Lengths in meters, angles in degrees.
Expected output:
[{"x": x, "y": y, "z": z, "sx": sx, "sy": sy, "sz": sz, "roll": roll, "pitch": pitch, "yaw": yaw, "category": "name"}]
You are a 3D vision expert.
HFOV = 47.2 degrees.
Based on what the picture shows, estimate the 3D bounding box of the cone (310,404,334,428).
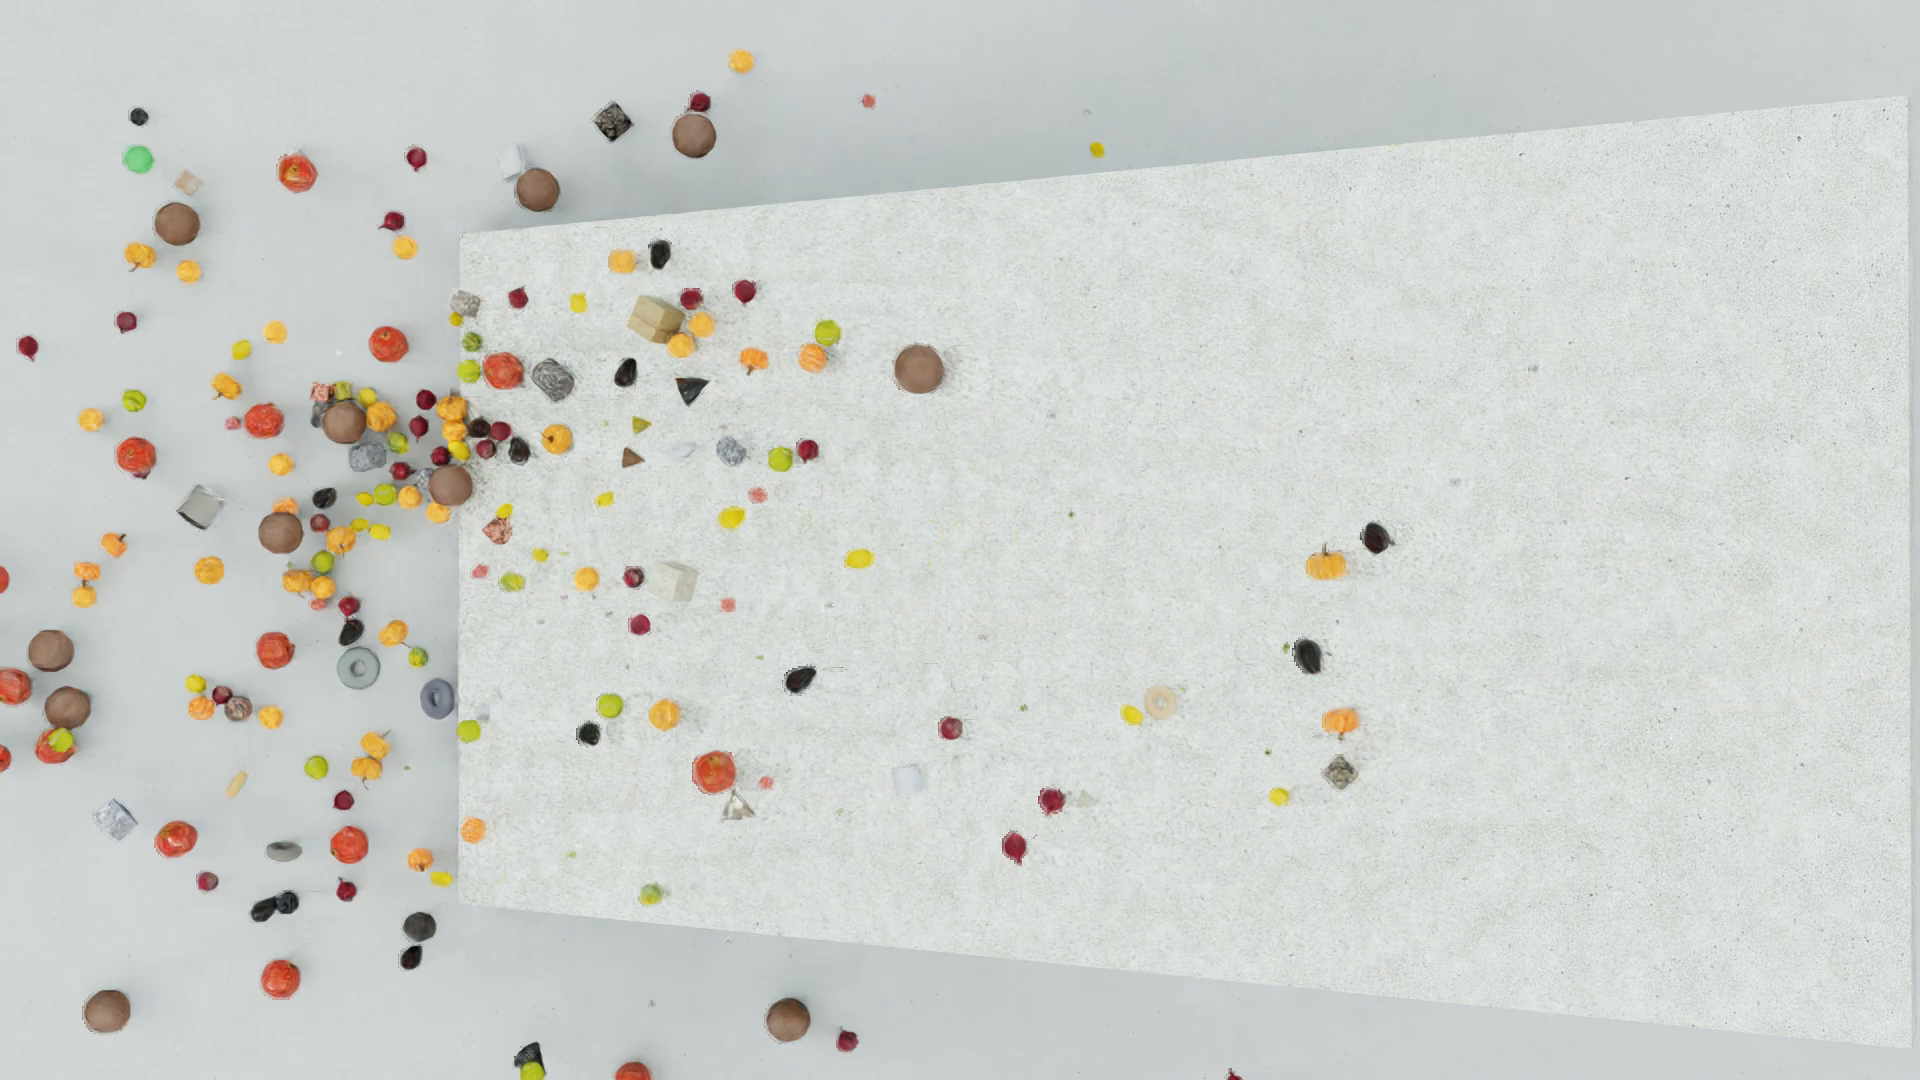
[{"x": -1.941, "y": -0.391, "z": 6.646, "sx": 0.073, "sy": 0.073, "sz": 0.073, "roll": -37, "pitch": 61, "yaw": 0, "category": "cone"}]

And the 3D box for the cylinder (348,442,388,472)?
[{"x": -1.779, "y": -0.250, "z": 6.605, "sx": 0.081, "sy": 0.081, "sz": 0.081, "roll": -10, "pitch": 89, "yaw": 33, "category": "cylinder"}]

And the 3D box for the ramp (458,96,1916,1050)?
[{"x": 0.272, "y": 0.076, "z": 5.635, "sx": 4.000, "sy": 0.100, "sz": 2.000, "roll": 0, "pitch": 89, "yaw": 29, "category": "ramp"}]

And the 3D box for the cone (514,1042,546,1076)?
[{"x": -1.263, "y": 1.567, "z": 6.557, "sx": 0.096, "sy": 0.096, "sz": 0.096, "roll": 37, "pitch": 89, "yaw": 28, "category": "cone"}]

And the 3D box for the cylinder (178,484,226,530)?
[{"x": -2.279, "y": -0.099, "z": 6.609, "sx": 0.100, "sy": 0.100, "sz": 0.100, "roll": 37, "pitch": 90, "yaw": 0, "category": "cylinder"}]

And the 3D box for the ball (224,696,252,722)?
[{"x": -2.170, "y": 0.509, "z": 6.612, "sx": 0.082, "sy": 0.082, "sz": 0.082, "roll": 0, "pitch": 89, "yaw": 0, "category": "ball"}]

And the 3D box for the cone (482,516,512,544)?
[{"x": -1.378, "y": -0.029, "z": 6.455, "sx": 0.087, "sy": 0.087, "sz": 0.087, "roll": 0, "pitch": 89, "yaw": 29, "category": "cone"}]

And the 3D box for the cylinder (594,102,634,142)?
[{"x": -1.044, "y": -1.257, "z": 6.616, "sx": 0.087, "sy": 0.087, "sz": 0.087, "roll": -39, "pitch": 90, "yaw": 2, "category": "cylinder"}]

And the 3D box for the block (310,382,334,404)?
[{"x": -1.924, "y": -0.444, "z": 6.635, "sx": 0.054, "sy": 0.054, "sz": 0.054, "roll": 10, "pitch": 89, "yaw": 1, "category": "block"}]

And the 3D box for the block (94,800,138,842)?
[{"x": -2.501, "y": 0.830, "z": 6.517, "sx": 0.074, "sy": 0.074, "sz": 0.074, "roll": -44, "pitch": 51, "yaw": -13, "category": "block"}]

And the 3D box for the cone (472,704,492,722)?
[{"x": -1.424, "y": 0.510, "z": 6.495, "sx": 0.054, "sy": 0.054, "sz": 0.054, "roll": 0, "pitch": 89, "yaw": 29, "category": "cone"}]

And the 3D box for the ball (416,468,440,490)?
[{"x": -1.596, "y": -0.182, "z": 6.593, "sx": 0.068, "sy": 0.068, "sz": 0.068, "roll": 0, "pitch": 89, "yaw": 0, "category": "ball"}]

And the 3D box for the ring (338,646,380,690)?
[{"x": -1.814, "y": 0.387, "z": 6.633, "sx": 0.130, "sy": 0.043, "sz": 0.130, "roll": 0, "pitch": 91, "yaw": 0, "category": "ring"}]

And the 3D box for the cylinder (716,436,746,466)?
[{"x": -0.629, "y": -0.246, "z": 6.039, "sx": 0.061, "sy": 0.061, "sz": 0.061, "roll": -18, "pitch": 51, "yaw": 24, "category": "cylinder"}]

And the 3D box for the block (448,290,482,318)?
[{"x": -1.469, "y": -0.702, "z": 6.529, "sx": 0.058, "sy": 0.058, "sz": 0.058, "roll": 30, "pitch": 104, "yaw": 26, "category": "block"}]

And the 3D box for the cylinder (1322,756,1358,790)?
[{"x": 0.898, "y": 0.550, "z": 5.187, "sx": 0.059, "sy": 0.059, "sz": 0.059, "roll": -42, "pitch": 68, "yaw": 0, "category": "cylinder"}]

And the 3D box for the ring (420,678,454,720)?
[{"x": -1.565, "y": 0.477, "z": 6.583, "sx": 0.124, "sy": 0.041, "sz": 0.124, "roll": 0, "pitch": 91, "yaw": 30, "category": "ring"}]

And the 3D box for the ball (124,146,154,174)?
[{"x": -2.474, "y": -1.147, "z": 6.629, "sx": 0.082, "sy": 0.082, "sz": 0.082, "roll": 0, "pitch": 89, "yaw": 0, "category": "ball"}]

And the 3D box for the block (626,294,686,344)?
[{"x": -0.851, "y": -0.616, "z": 6.158, "sx": 0.099, "sy": 0.099, "sz": 0.099, "roll": 33, "pitch": 105, "yaw": 26, "category": "block"}]

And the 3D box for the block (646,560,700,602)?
[{"x": -0.800, "y": 0.115, "z": 6.127, "sx": 0.091, "sy": 0.091, "sz": 0.091, "roll": 20, "pitch": 99, "yaw": 28, "category": "block"}]

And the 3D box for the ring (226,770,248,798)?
[{"x": -2.173, "y": 0.733, "z": 6.608, "sx": 0.030, "sy": 0.089, "sz": 0.089, "roll": 32, "pitch": 89, "yaw": -16, "category": "ring"}]

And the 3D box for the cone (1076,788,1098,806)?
[{"x": 0.326, "y": 0.655, "z": 5.528, "sx": 0.051, "sy": 0.051, "sz": 0.051, "roll": 19, "pitch": 89, "yaw": 9, "category": "cone"}]

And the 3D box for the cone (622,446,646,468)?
[{"x": -0.919, "y": -0.229, "z": 6.233, "sx": 0.064, "sy": 0.064, "sz": 0.064, "roll": 11, "pitch": 89, "yaw": 0, "category": "cone"}]

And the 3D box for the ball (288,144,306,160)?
[{"x": -2.005, "y": -1.172, "z": 6.645, "sx": 0.050, "sy": 0.050, "sz": 0.050, "roll": 0, "pitch": 89, "yaw": 0, "category": "ball"}]

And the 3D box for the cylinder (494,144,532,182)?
[{"x": -1.348, "y": -1.136, "z": 6.626, "sx": 0.087, "sy": 0.087, "sz": 0.087, "roll": -20, "pitch": 89, "yaw": 0, "category": "cylinder"}]

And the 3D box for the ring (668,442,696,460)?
[{"x": -0.775, "y": -0.249, "z": 6.124, "sx": 0.084, "sy": 0.084, "sz": 0.028, "roll": -21, "pitch": 110, "yaw": 0, "category": "ring"}]

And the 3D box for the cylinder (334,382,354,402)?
[{"x": -1.861, "y": -0.449, "z": 6.636, "sx": 0.053, "sy": 0.053, "sz": 0.053, "roll": -10, "pitch": 89, "yaw": 0, "category": "cylinder"}]

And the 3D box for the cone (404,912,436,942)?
[{"x": -1.615, "y": 1.179, "z": 6.566, "sx": 0.098, "sy": 0.098, "sz": 0.098, "roll": -4, "pitch": 109, "yaw": -10, "category": "cone"}]

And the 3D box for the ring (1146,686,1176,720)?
[{"x": 0.496, "y": 0.403, "z": 5.433, "sx": 0.084, "sy": 0.028, "sz": 0.084, "roll": 0, "pitch": 90, "yaw": 28, "category": "ring"}]

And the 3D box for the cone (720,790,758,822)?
[{"x": -0.599, "y": 0.745, "z": 6.036, "sx": 0.092, "sy": 0.092, "sz": 0.092, "roll": 21, "pitch": 89, "yaw": 1, "category": "cone"}]

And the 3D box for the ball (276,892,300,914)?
[{"x": -2.023, "y": 1.093, "z": 6.614, "sx": 0.067, "sy": 0.067, "sz": 0.067, "roll": 0, "pitch": 89, "yaw": 0, "category": "ball"}]

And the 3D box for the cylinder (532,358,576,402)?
[{"x": -1.173, "y": -0.462, "z": 6.343, "sx": 0.089, "sy": 0.089, "sz": 0.089, "roll": -45, "pitch": 67, "yaw": 0, "category": "cylinder"}]

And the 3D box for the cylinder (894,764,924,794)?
[{"x": -0.135, "y": 0.627, "z": 5.758, "sx": 0.066, "sy": 0.066, "sz": 0.066, "roll": -14, "pitch": 89, "yaw": 0, "category": "cylinder"}]

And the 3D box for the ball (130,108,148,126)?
[{"x": -2.482, "y": -1.279, "z": 6.645, "sx": 0.052, "sy": 0.052, "sz": 0.052, "roll": 0, "pitch": 89, "yaw": 0, "category": "ball"}]

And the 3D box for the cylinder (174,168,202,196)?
[{"x": -2.322, "y": -1.074, "z": 6.611, "sx": 0.060, "sy": 0.060, "sz": 0.060, "roll": 39, "pitch": 90, "yaw": -26, "category": "cylinder"}]
